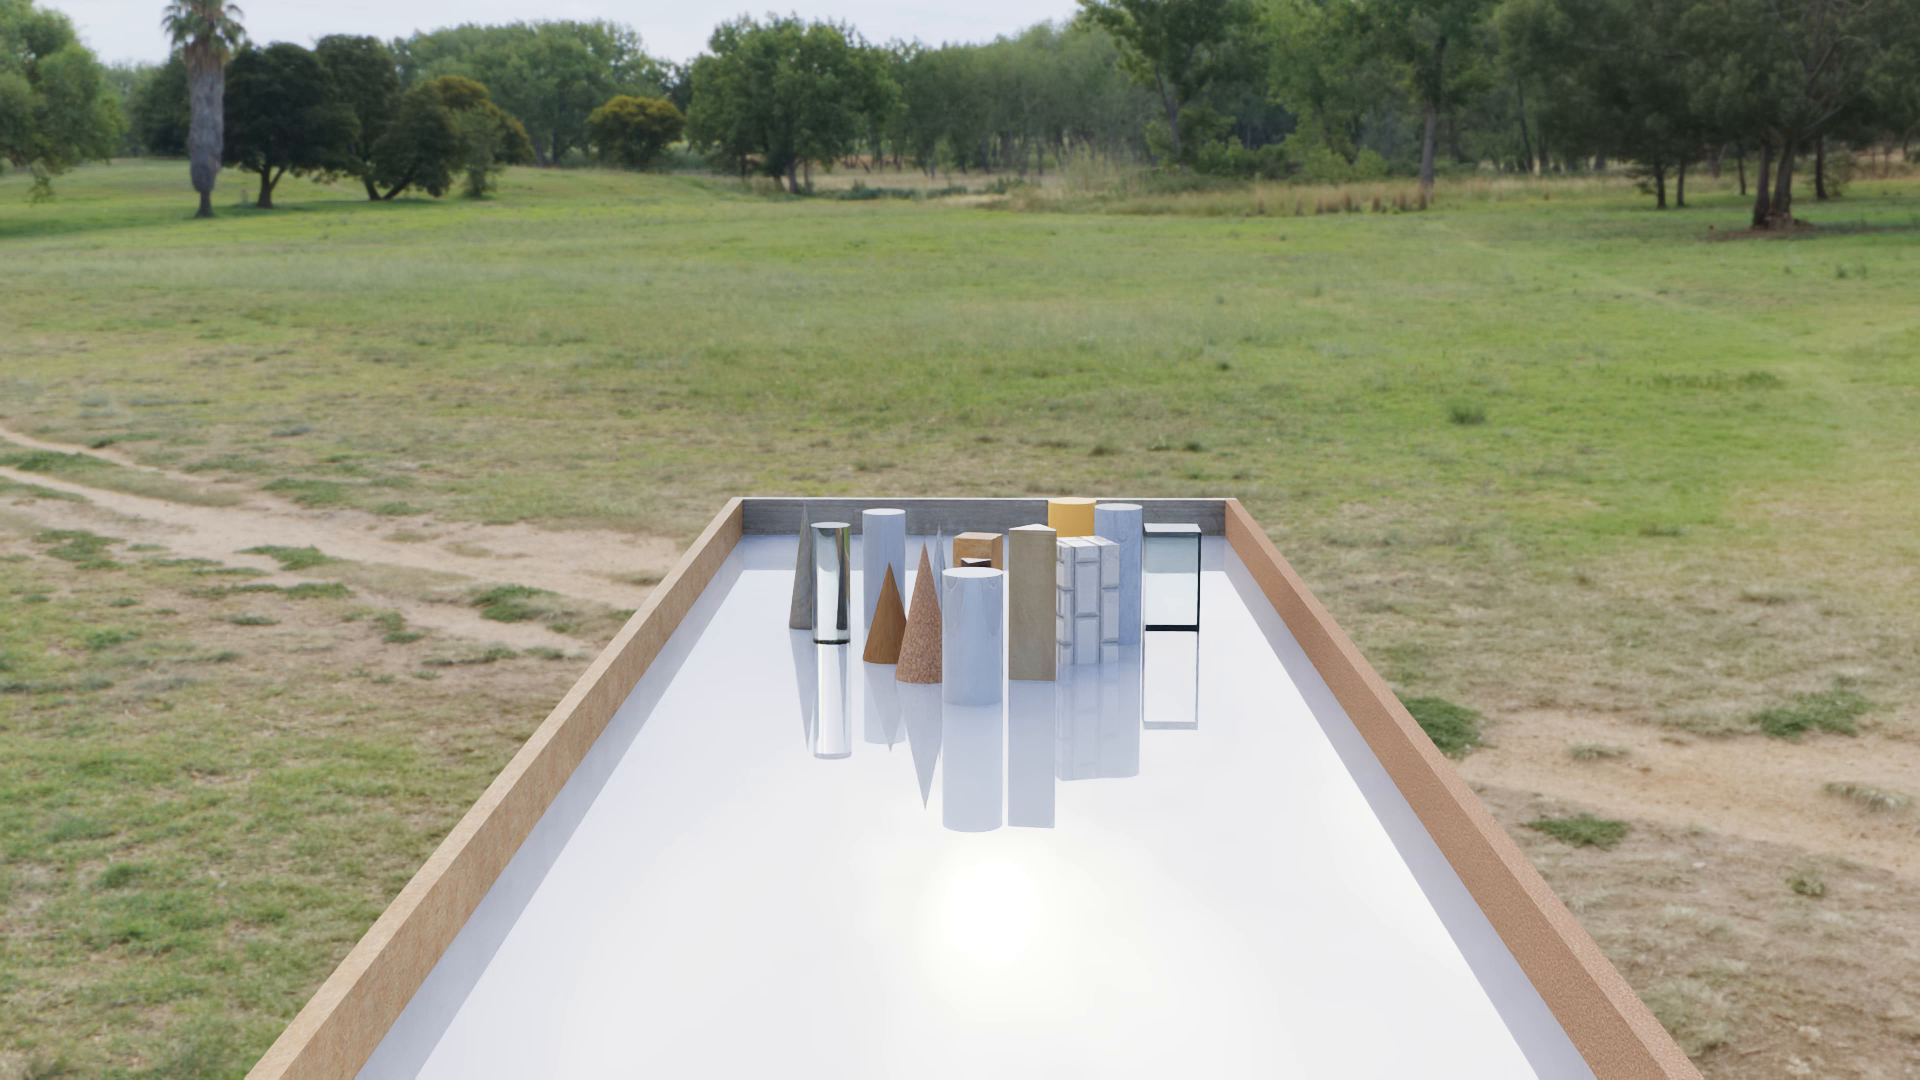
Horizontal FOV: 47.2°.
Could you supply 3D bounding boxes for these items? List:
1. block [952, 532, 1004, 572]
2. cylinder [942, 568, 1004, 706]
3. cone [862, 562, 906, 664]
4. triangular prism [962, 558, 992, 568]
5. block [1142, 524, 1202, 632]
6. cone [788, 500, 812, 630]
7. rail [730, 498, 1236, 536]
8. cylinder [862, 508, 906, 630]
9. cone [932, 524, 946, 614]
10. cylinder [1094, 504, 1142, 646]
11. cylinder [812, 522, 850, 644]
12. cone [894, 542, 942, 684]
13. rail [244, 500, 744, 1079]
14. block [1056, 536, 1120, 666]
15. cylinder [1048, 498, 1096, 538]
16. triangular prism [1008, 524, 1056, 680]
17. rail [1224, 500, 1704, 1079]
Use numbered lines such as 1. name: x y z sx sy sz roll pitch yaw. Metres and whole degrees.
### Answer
1. block: 0.059 0.136 7.182 0.130 0.303 0.130 3 9 18
2. cylinder: 0.035 0.269 6.155 0.172 0.362 0.172 0 9 0
3. cone: -0.214 0.213 6.703 0.171 0.301 0.171 0 9 0
4. triangular prism: 0.032 0.213 6.674 0.093 0.311 0.081 -8 12 -43
5. block: 0.692 0.121 7.196 0.176 0.328 0.176 0 9 2
6. cone: -0.505 0.073 7.185 0.116 0.426 0.116 0 9 0
7. rail: 0.099 -0.098 9.147 2.100 0.150 0.050 0 9 1
8. cylinder: -0.247 0.095 7.192 0.140 0.381 0.140 0 9 0
9. cone: -0.065 0.137 6.912 0.115 0.386 0.115 0 9 0
10. cylinder: 0.499 0.108 6.955 0.152 0.430 0.152 0 9 0
11. cylinder: -0.408 0.137 6.956 0.123 0.373 0.123 0 9 0
12. cone: -0.103 0.201 6.434 0.177 0.409 0.177 0 9 0
13. rail: -1.004 0.839 3.234 0.050 0.150 12.000 0 9 1
14. block: 0.369 0.182 6.706 0.176 0.361 0.176 -3 9 -17
15. cylinder: 0.366 0.077 7.201 0.156 0.415 0.156 0 9 0
16. triangular prism: 0.219 0.181 6.448 0.137 0.444 0.119 1 9 9
17. rail: 1.046 0.843 3.208 0.050 0.150 12.000 0 9 1
